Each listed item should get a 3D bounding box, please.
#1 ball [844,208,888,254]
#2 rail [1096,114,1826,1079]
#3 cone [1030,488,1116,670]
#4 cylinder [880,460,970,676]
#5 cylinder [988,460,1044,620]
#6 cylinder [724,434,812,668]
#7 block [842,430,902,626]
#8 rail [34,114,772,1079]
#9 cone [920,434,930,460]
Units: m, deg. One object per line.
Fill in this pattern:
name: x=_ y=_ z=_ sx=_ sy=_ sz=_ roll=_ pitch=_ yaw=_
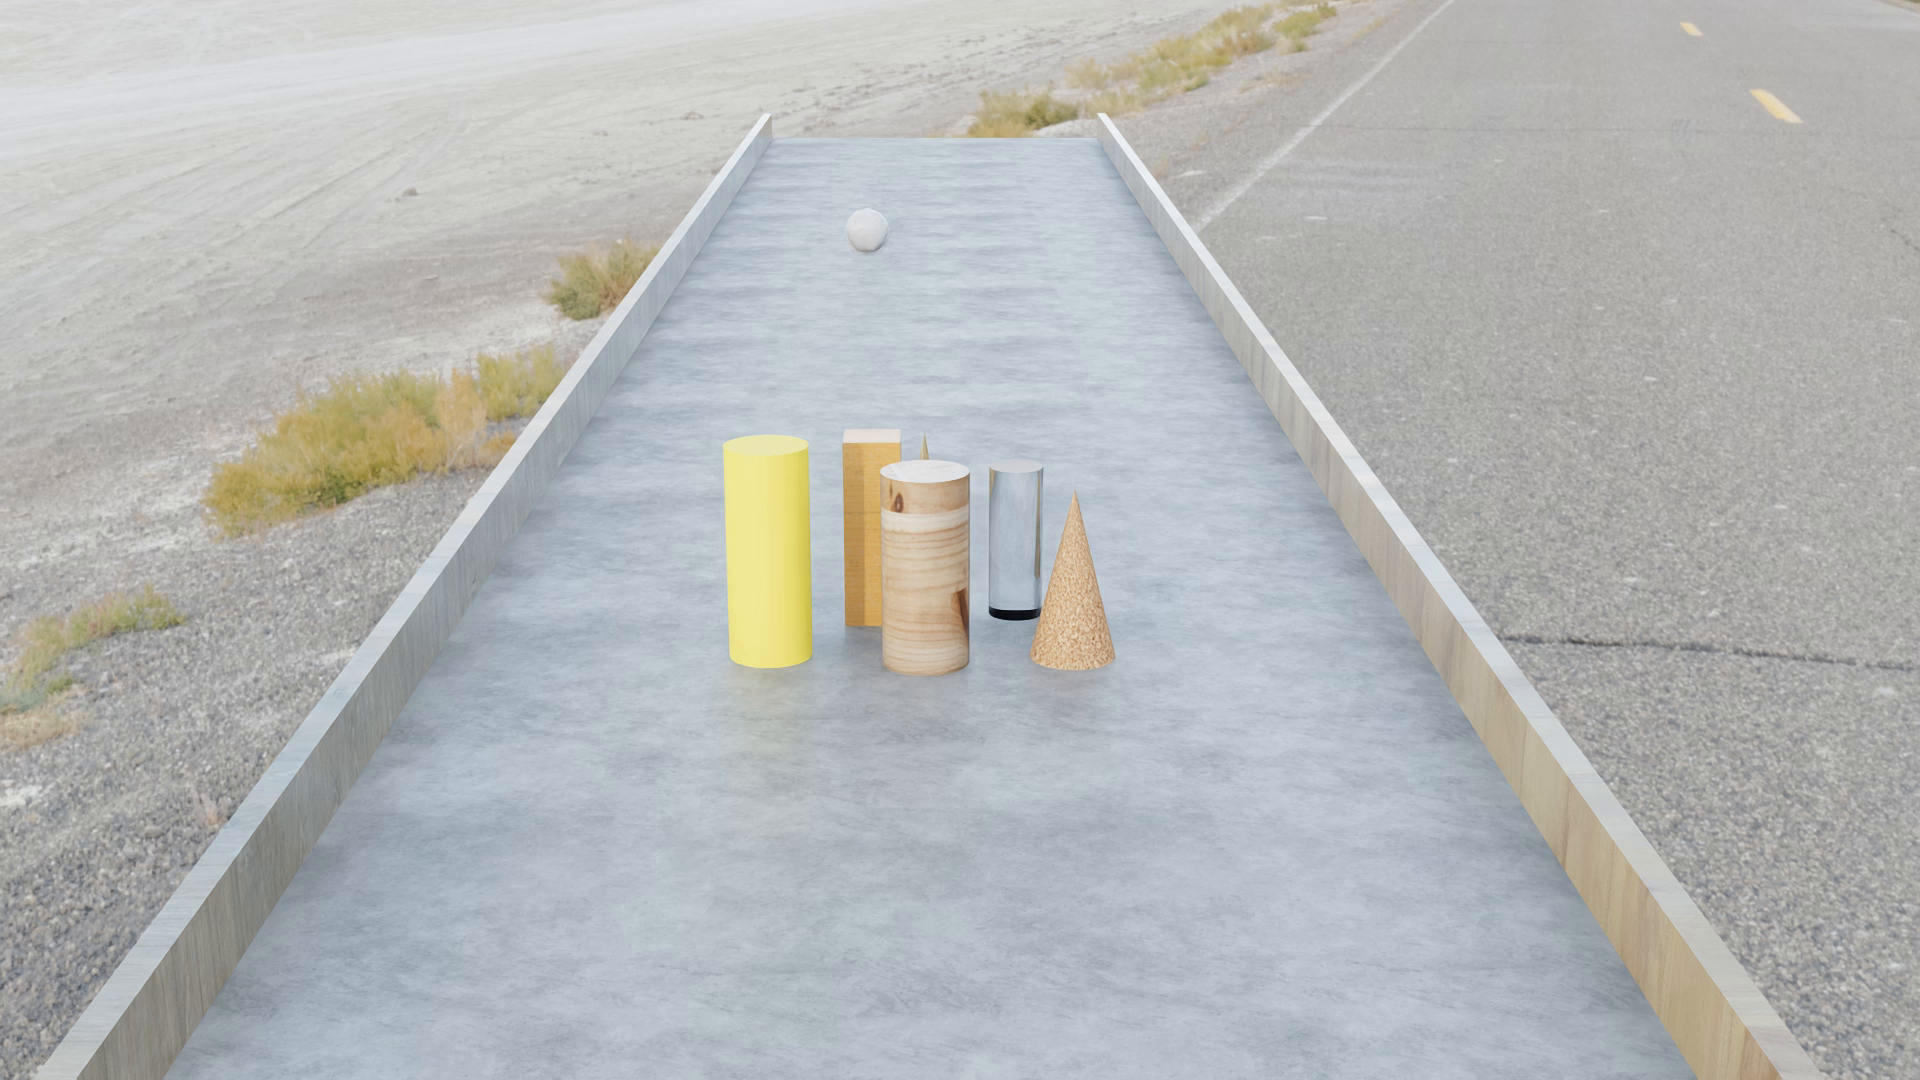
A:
ball: x=-0.395 y=-1.306 z=9.292 sx=0.186 sy=0.186 sz=0.186 roll=0 pitch=17 yaw=0
rail: x=0.932 y=-0.844 z=7.801 sx=0.050 sy=0.150 sz=12.000 roll=0 pitch=17 yaw=-1
cone: x=0.227 y=0.065 z=4.393 sx=0.173 sy=0.350 sz=0.173 roll=0 pitch=17 yaw=0
cylinder: x=-0.068 y=0.054 z=4.354 sx=0.175 sy=0.394 sz=0.175 roll=0 pitch=17 yaw=0
cylinder: x=0.118 y=0.000 z=4.660 sx=0.114 sy=0.323 sz=0.114 roll=0 pitch=17 yaw=0
cylinder: x=-0.382 y=0.022 z=4.389 sx=0.168 sy=0.436 sz=0.168 roll=0 pitch=17 yaw=0
block: x=-0.182 y=-0.026 z=4.620 sx=0.118 sy=0.396 sz=0.118 roll=0 pitch=17 yaw=0
rail: x=-1.118 y=-0.838 z=7.780 sx=0.050 sy=0.150 sz=12.000 roll=0 pitch=17 yaw=-1
cone: x=-0.078 y=-0.075 z=4.884 sx=0.126 sy=0.340 sz=0.126 roll=0 pitch=17 yaw=0
